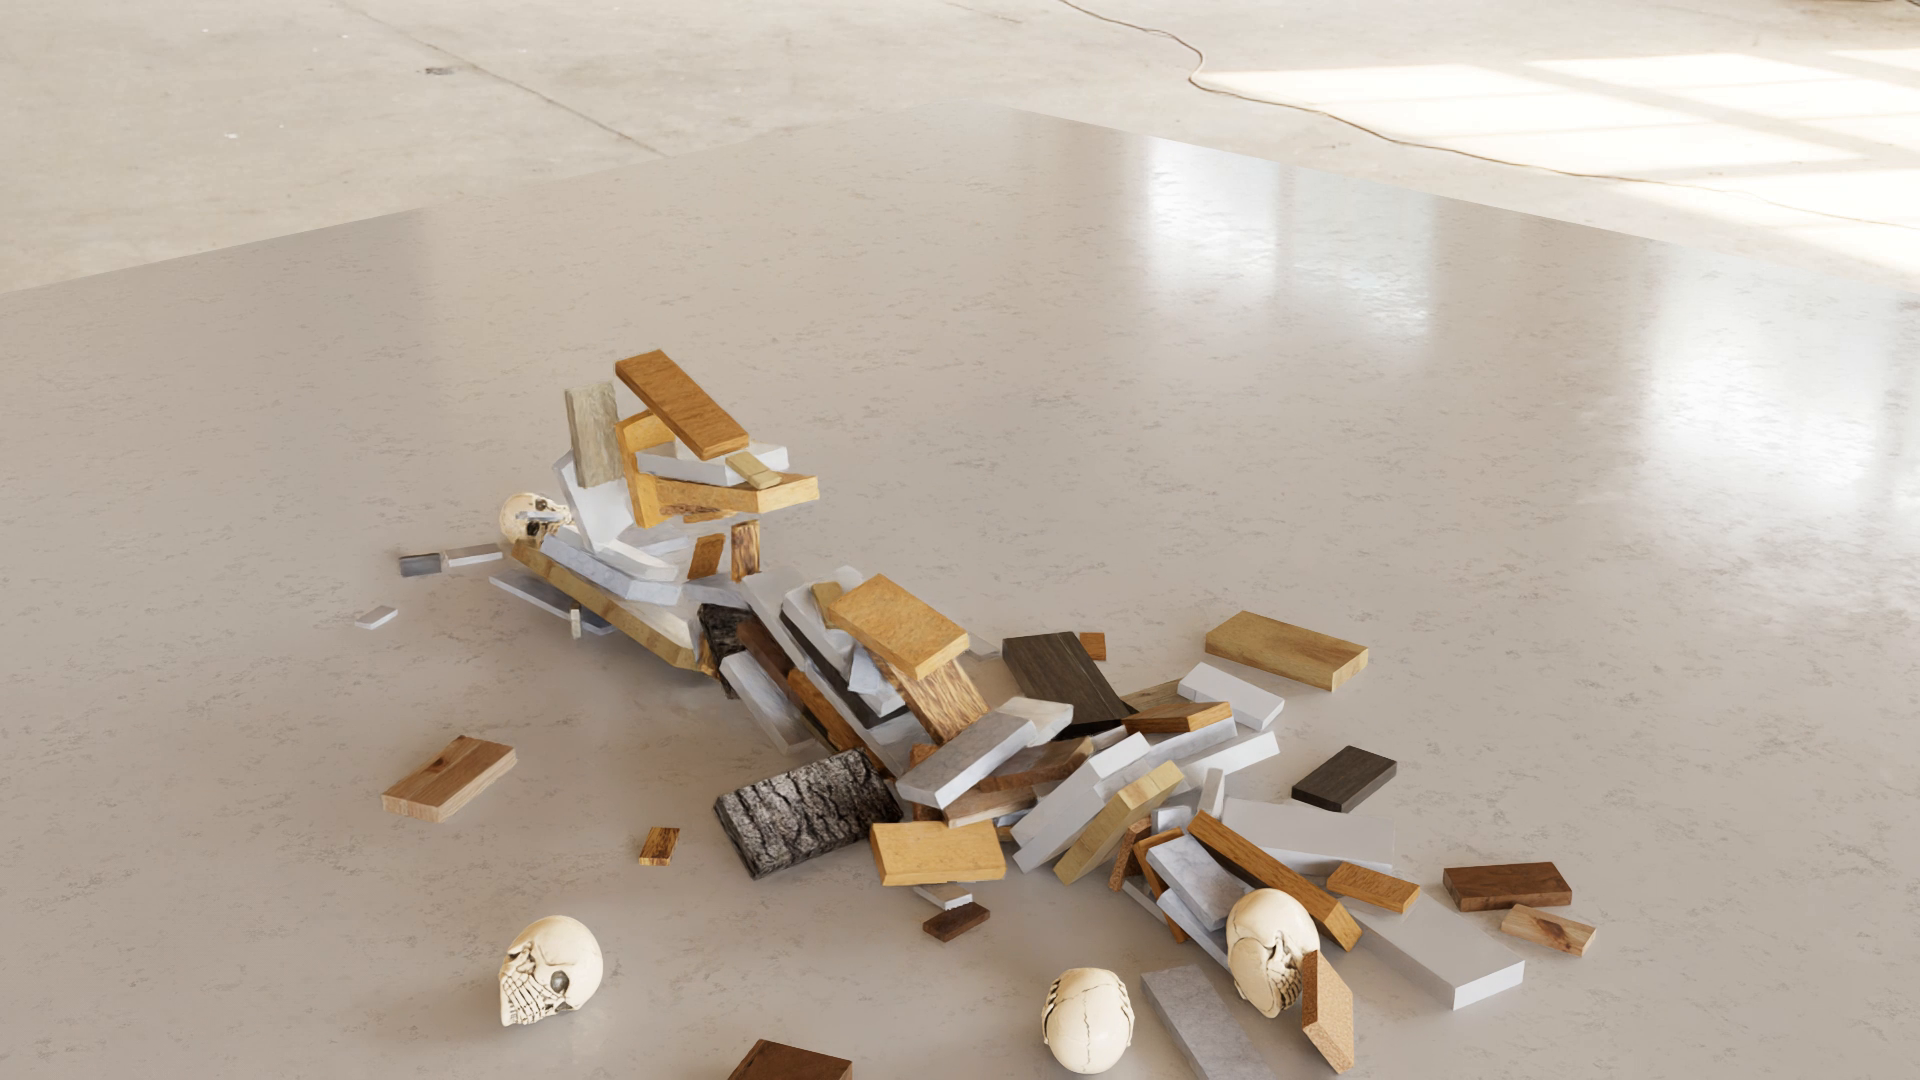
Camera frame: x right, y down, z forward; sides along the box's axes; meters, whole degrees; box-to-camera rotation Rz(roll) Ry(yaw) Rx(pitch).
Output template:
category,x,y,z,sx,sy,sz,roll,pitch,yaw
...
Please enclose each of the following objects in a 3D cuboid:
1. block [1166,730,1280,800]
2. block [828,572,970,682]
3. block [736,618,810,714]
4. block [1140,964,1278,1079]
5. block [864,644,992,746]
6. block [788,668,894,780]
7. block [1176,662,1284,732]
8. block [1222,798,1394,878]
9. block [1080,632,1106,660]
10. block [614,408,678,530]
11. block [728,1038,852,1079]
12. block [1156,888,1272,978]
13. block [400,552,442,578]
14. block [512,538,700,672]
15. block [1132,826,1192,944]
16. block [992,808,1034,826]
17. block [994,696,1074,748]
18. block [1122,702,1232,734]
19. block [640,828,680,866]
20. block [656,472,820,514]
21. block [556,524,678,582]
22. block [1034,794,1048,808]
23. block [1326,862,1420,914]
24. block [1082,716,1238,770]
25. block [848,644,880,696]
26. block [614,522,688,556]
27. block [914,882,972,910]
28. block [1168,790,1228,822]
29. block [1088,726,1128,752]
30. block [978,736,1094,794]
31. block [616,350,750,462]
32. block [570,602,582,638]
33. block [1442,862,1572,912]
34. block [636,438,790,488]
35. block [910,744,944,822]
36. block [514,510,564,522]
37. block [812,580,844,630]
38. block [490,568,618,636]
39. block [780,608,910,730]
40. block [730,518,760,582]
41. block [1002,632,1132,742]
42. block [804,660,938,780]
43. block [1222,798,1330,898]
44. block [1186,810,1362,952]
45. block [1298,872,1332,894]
category,x,y,z,sx,sy,sz,roll,pitch,yaw
block,0.444,0.478,4.473,0.405,0.047,0.167,-17,-1,-33
block,-0.124,0.172,4.393,0.137,0.039,0.274,-33,45,-28
block,-0.356,0.257,4.752,0.132,0.037,0.265,-18,49,-34
block,0.542,0.999,3.368,0.107,0.030,1.207,-7,24,-15
block,-0.065,0.279,4.451,0.131,0.263,0.037,-38,3,-32
block,-0.217,0.369,4.606,0.132,0.037,0.318,-20,52,-35
block,0.597,0.345,4.851,0.211,0.030,0.105,24,36,25
block,0.671,0.582,4.257,0.328,0.046,0.164,7,25,10
block,0.311,0.249,5.152,0.058,0.016,0.116,1,23,1
block,-0.706,-0.168,5.053,0.130,0.259,0.037,-29,33,-34
block,-0.318,0.929,3.510,0.170,0.048,0.339,9,25,20
block,0.460,0.694,3.978,0.197,0.028,0.099,42,44,22
block,-1.361,0.063,5.549,0.100,0.050,0.014,-7,24,-16
block,-0.811,0.154,5.250,0.168,0.048,0.790,14,9,-43
block,0.404,0.637,4.061,0.099,0.028,0.197,-15,71,-31
block,0.069,0.490,4.331,0.090,0.025,0.179,-2,37,-35
block,0.124,0.388,4.558,0.131,0.037,0.372,7,9,16
block,0.457,0.377,4.654,0.116,0.033,0.231,-17,4,-32
block,-0.589,0.602,4.321,0.058,0.016,0.116,2,23,4
block,-0.491,-0.113,4.818,0.169,0.048,0.355,-16,17,-43
block,-0.839,0.033,5.373,0.281,0.037,0.130,23,7,26
block,0.201,0.519,4.444,0.179,0.025,0.090,-17,-7,-35
block,0.769,0.646,4.091,0.152,0.022,0.076,15,27,31
block,0.399,0.437,4.588,0.334,0.047,0.167,-17,4,-34
block,-0.191,0.261,4.452,0.057,0.016,0.114,11,45,-3
block,-0.832,0.012,5.692,0.231,0.033,0.116,-17,28,-34
block,-0.033,0.665,4.148,0.058,0.017,0.117,-14,17,-29
block,0.465,0.570,4.374,0.116,0.033,0.231,5,23,11
block,0.241,0.441,4.617,0.211,0.030,0.105,-17,-4,-34
block,0.145,0.430,4.203,0.209,0.030,0.104,-15,18,37
block,-0.618,-0.302,4.870,0.116,0.033,0.397,-20,43,-30
block,-0.905,0.188,5.190,0.019,0.067,0.134,-4,8,-8
block,1.037,0.658,4.172,0.214,0.030,0.107,-3,23,-6
block,-0.551,-0.178,4.875,0.168,0.048,0.336,-20,20,-39
block,-0.032,0.511,4.336,0.121,0.034,0.241,8,44,-12
block,-0.968,-0.055,5.059,0.050,0.014,0.100,-10,-9,41
block,-0.264,0.135,4.556,0.057,0.016,0.114,-8,49,-20
block,-0.993,0.149,5.384,0.452,0.019,0.067,21,30,40
block,-0.213,0.233,4.587,0.169,0.048,0.338,-22,55,-30
block,-0.470,0.023,4.824,0.065,0.130,0.018,-18,30,-38
block,0.235,0.328,4.927,0.170,0.048,0.447,-6,24,-13
block,-0.140,0.390,4.521,0.121,0.034,0.474,-17,46,-33
block,0.594,0.606,4.296,0.104,0.030,0.375,16,28,33
block,0.576,0.624,4.032,0.328,0.164,0.046,32,79,37
block,0.737,0.639,4.227,0.152,0.022,0.076,-10,25,-21
